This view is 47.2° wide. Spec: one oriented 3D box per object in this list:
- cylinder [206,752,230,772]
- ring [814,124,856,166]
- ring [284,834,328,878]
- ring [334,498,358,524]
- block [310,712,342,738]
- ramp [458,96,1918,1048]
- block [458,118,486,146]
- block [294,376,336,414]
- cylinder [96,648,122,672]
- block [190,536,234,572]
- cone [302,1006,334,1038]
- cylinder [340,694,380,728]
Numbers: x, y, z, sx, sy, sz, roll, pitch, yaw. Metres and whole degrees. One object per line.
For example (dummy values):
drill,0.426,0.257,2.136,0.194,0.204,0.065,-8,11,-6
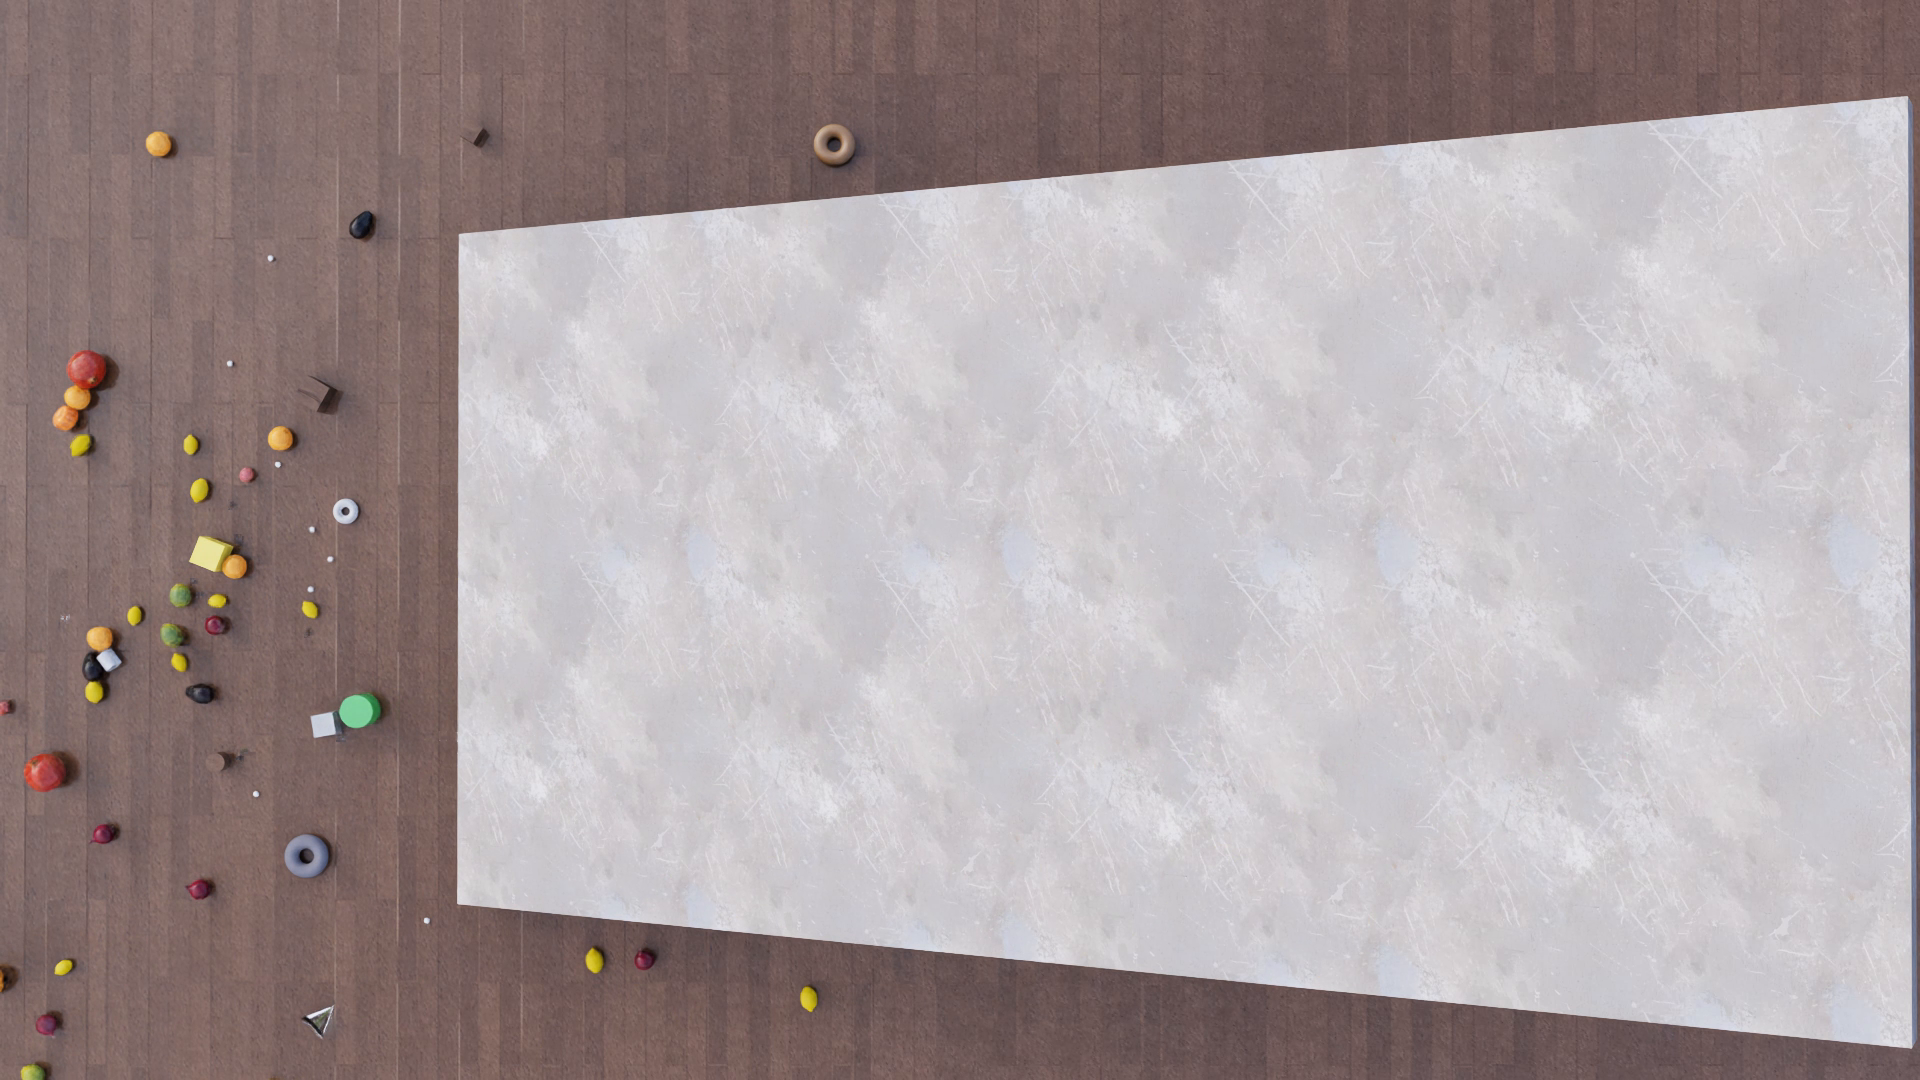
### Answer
cylinder,-2.233,0.668,6.620,0.057,0.057,0.057,0,89,0
ring,-0.379,-1.195,6.646,0.127,0.042,0.127,0,90,-1
ring,-1.968,0.952,6.624,0.133,0.044,0.133,0,90,-1
ring,-1.855,-0.087,6.644,0.077,0.026,0.077,0,90,1
block,-1.907,0.555,6.617,0.065,0.065,0.065,-10,89,0
ramp,0.273,0.076,5.637,4.000,0.100,2.000,0,89,29
block,-1.473,-1.230,6.640,0.055,0.055,0.055,31,90,0
block,-1.941,-0.439,6.619,0.081,0.081,0.081,29,89,0
cylinder,-2.564,0.362,6.626,0.052,0.052,0.052,-39,95,0
block,-2.251,0.042,6.614,0.081,0.081,0.081,22,89,0
cone,-1.919,1.436,6.621,0.089,0.089,0.089,43,63,0
cylinder,-1.800,0.512,6.601,0.098,0.098,0.098,0,89,0
